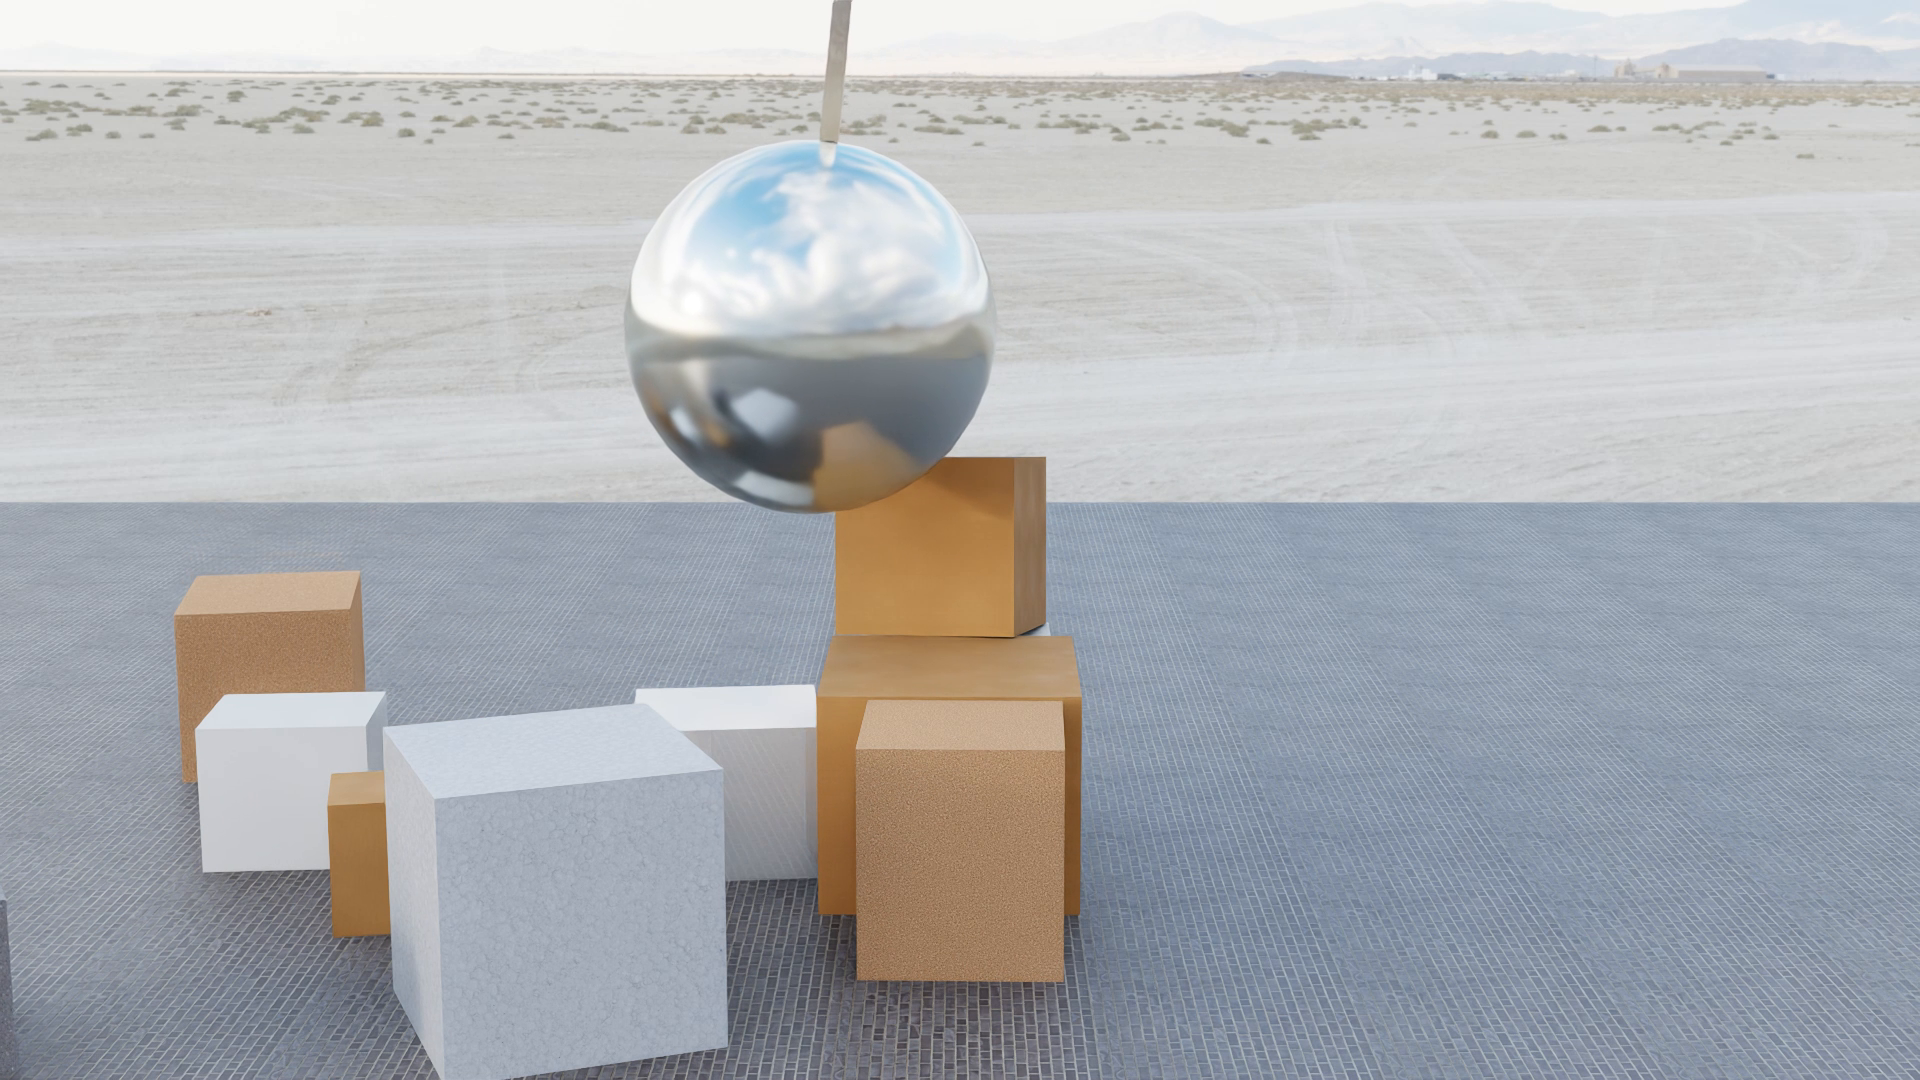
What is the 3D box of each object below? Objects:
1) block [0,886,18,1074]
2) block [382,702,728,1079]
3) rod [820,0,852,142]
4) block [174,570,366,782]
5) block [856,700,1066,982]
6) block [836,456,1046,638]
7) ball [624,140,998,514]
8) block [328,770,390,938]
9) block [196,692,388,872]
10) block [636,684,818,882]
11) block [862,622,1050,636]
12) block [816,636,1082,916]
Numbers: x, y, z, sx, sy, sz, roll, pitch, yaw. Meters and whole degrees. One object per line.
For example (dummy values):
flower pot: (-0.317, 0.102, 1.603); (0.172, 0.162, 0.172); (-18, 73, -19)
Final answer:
block: (-3.845, 1.545, 9.280); (0.709, 0.639, 0.773); (-5, 11, -25)
block: (-1.524, 1.283, 9.575); (1.032, 1.050, 1.058); (-4, 11, -22)
rod: (-0.277, -4.237, 10.410); (0.080, 5.200, 0.080); (6, 10, -1)
block: (-3.568, 0.691, 13.363); (0.853, 0.859, 1.027); (-2, 10, -10)
block: (0.011, 1.198, 10.359); (0.809, 0.936, 0.788); (0, 10, 1)
block: (-0.077, 0.014, 12.270); (0.842, 0.820, 0.907); (0, 2, 11)
ball: (-0.640, -0.911, 11.015); (1.600, 1.600, 1.600); (0, 10, 0)
block: (-2.329, 1.305, 10.809); (0.615, 0.564, 0.500); (-2, 11, -11)
block: (-3.028, 1.094, 11.715); (0.741, 0.656, 0.648); (-1, 10, -4)
block: (-1.051, 1.093, 11.629); (0.823, 0.688, 0.794); (-1, 10, -6)
block: (-0.016, 0.889, 12.355); (0.907, 0.830, 0.820); (0, 10, 0)
block: (-0.041, 1.013, 11.345); (1.106, 0.947, 1.183); (0, 10, 0)
